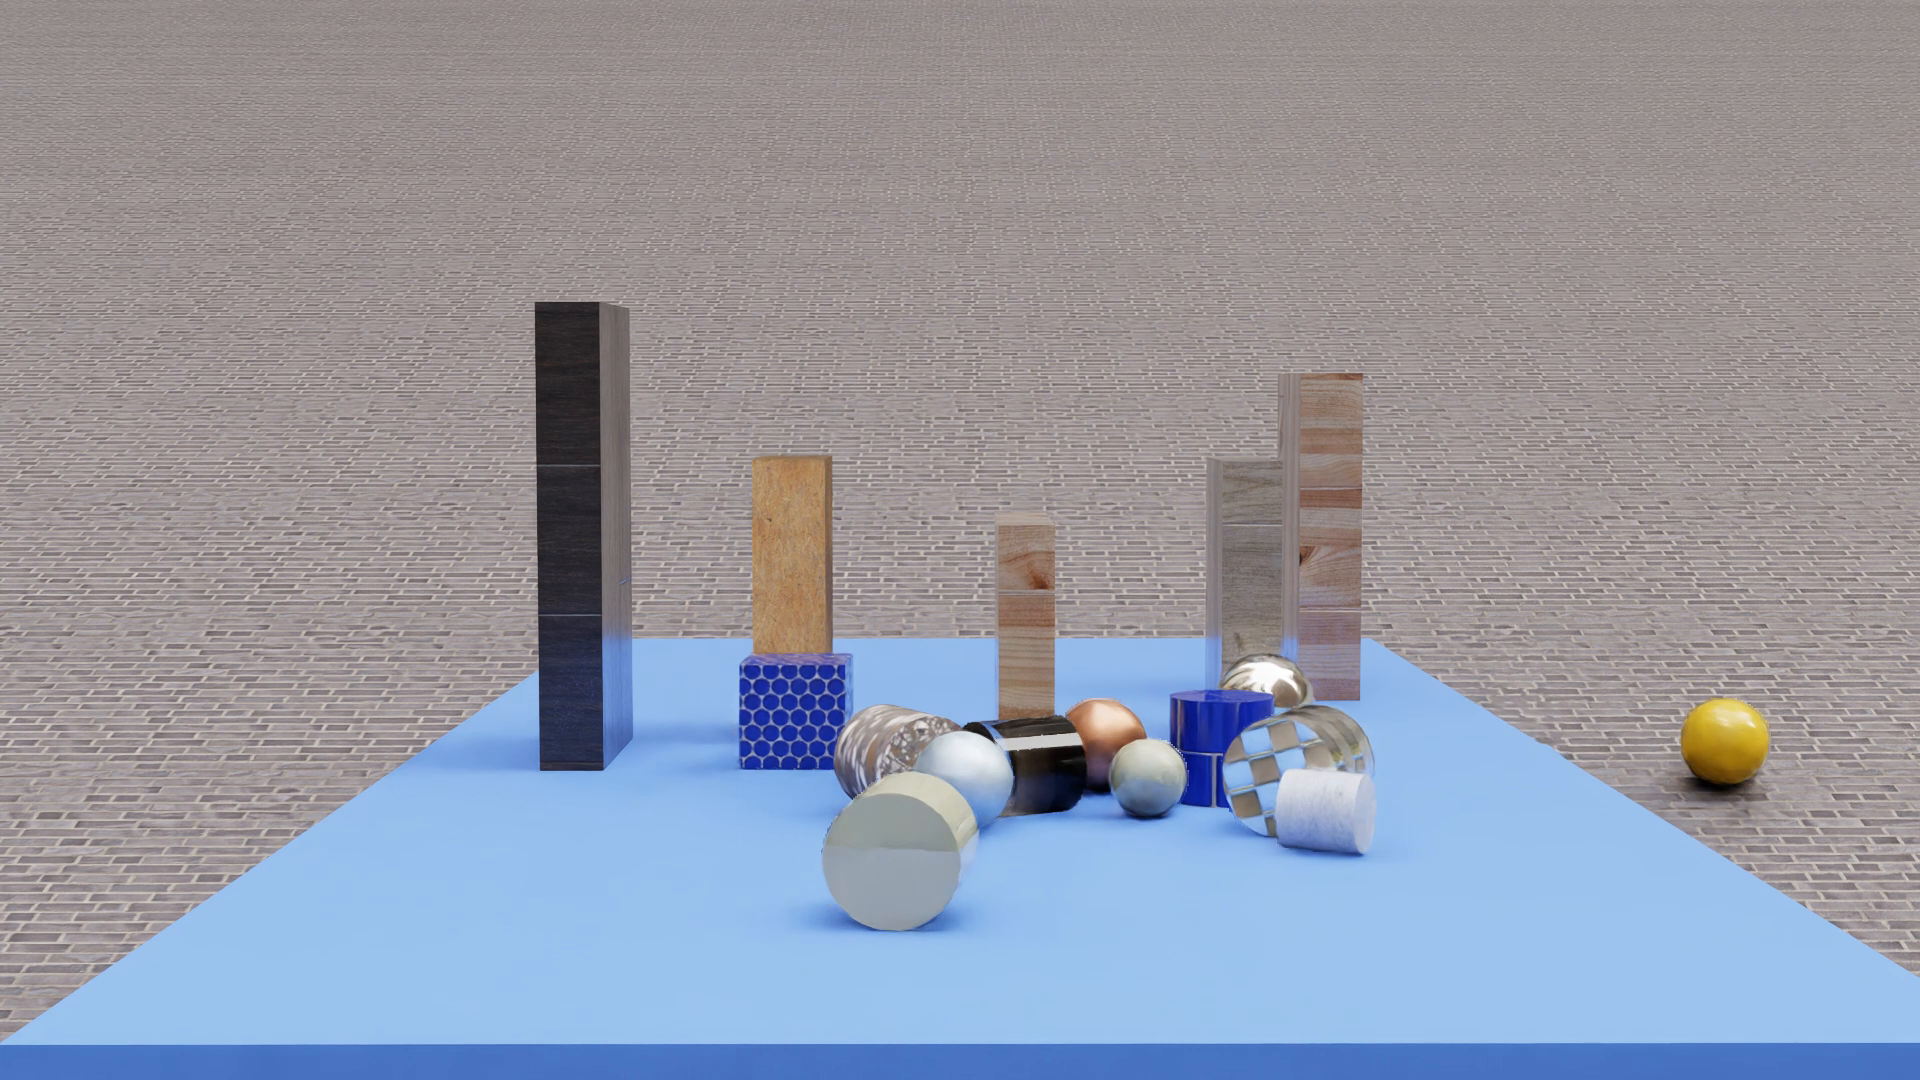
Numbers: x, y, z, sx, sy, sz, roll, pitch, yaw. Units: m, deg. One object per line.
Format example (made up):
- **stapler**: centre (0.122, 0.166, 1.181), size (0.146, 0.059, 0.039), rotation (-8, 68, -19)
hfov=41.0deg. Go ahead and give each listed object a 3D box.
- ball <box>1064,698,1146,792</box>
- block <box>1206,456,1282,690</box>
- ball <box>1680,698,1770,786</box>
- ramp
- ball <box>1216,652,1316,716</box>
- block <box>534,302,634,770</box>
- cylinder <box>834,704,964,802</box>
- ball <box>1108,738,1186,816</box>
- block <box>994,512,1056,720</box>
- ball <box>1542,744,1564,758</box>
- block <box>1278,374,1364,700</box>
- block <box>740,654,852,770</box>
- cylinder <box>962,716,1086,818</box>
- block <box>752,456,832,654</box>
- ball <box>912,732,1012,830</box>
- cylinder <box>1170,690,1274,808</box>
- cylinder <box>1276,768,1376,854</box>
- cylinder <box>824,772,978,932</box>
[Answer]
- **ball**: centre (0.225, 0.327, 4.092), size (0.148, 0.148, 0.148), rotation (0, 20, 0)
- **block**: centre (0.522, 0.105, 4.746), size (0.107, 0.510, 0.299), rotation (0, 4, 0)
- **ball**: centre (1.763, 0.466, 5.924), size (0.199, 0.199, 0.199), rotation (0, 20, 0)
- **ramp**: centre (0.047, 0.424, 4.534), size (2.000, 0.100, 4.000), rotation (0, 4, 0)
- **ball**: centre (0.536, 0.286, 4.519), size (0.176, 0.176, 0.176), rotation (0, 20, 0)
- **block**: centre (-0.653, -0.016, 4.485), size (0.107, 0.785, 0.396), rotation (0, 4, 0)
- **cylinder**: centre (-0.082, 0.335, 3.852), size (0.162, 0.162, 0.162), rotation (-11, 8, -27)
- **ball**: centre (0.281, 0.357, 3.856), size (0.117, 0.117, 0.117), rotation (0, 20, 0)
- **block**: centre (0.102, 0.181, 4.146), size (0.087, 0.432, 0.380), rotation (0, 4, 0)
- **ball**: centre (1.262, 0.517, 5.611), size (0.143, 0.143, 0.143), rotation (0, 20, 0)
- **block**: centre (0.755, -0.016, 5.418), size (0.126, 0.668, 0.370), rotation (0, 4, 0)
- **block**: centre (-0.279, 0.293, 4.406), size (0.178, 0.178, 0.178), rotation (0, 4, 2)
- **cylinder**: centre (0.089, 0.342, 3.865), size (0.147, 0.147, 0.147), rotation (-1, 17, -32)
- **block**: centre (-0.307, 0.104, 4.748), size (0.131, 0.513, 0.270), rotation (0, 4, 0)
- **ball**: centre (0.003, 0.350, 3.723), size (0.146, 0.146, 0.146), rotation (0, 20, 0)
- **cylinder**: centre (0.408, 0.324, 4.007), size (0.163, 0.163, 0.163), rotation (0, 4, 0)
- **cylinder**: centre (0.510, 0.377, 3.576), size (0.111, 0.111, 0.111), rotation (2, 19, 25)
- **cylinder**: centre (-0.070, 0.377, 3.127), size (0.166, 0.166, 0.166), rotation (3, 4, 8)
